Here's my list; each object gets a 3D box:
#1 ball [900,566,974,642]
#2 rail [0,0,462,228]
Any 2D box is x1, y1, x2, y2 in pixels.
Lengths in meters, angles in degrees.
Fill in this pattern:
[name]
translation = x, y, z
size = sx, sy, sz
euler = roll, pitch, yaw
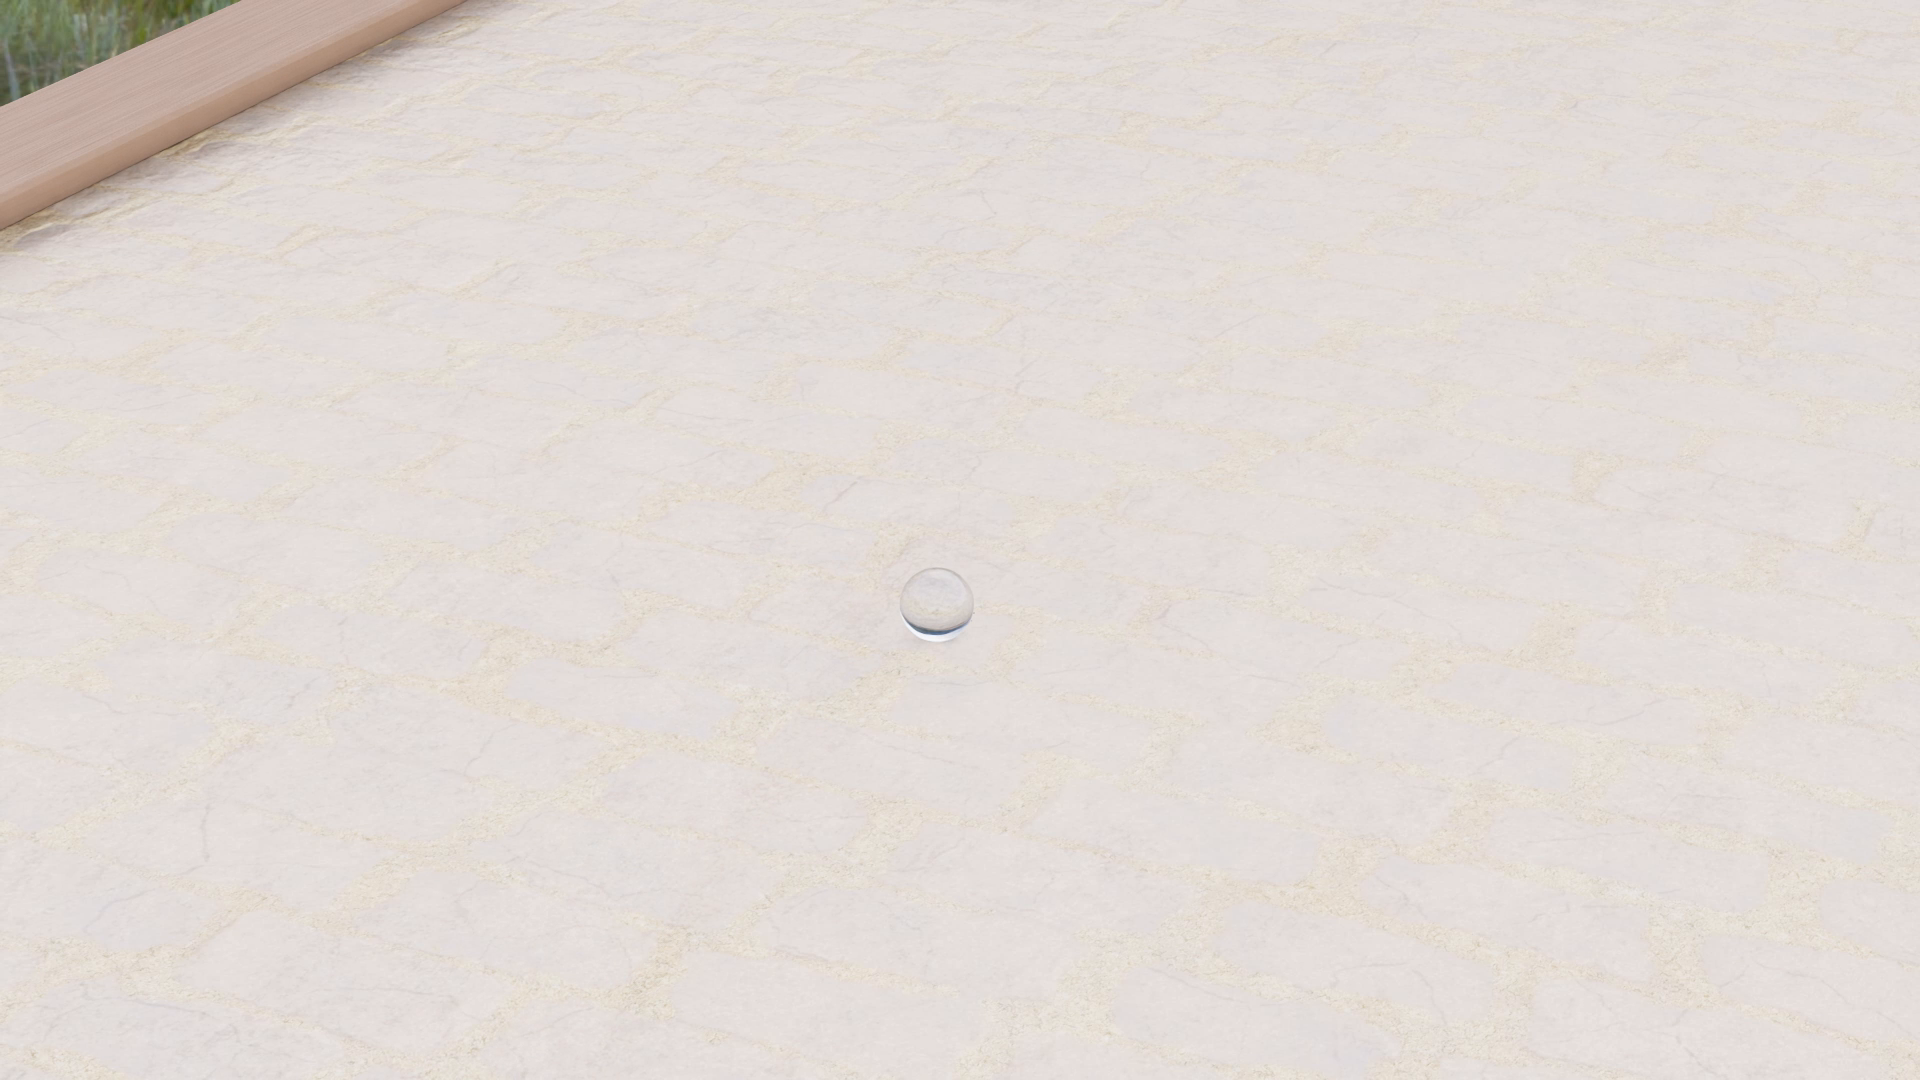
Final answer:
[ball]
translation = -0.013, 0.037, 1.689
size = 0.043, 0.043, 0.043
euler = 0, 27, 0
[rail]
translation = -0.446, -0.558, 2.790
size = 0.045, 0.092, 3.586
euler = 12, 29, 21
